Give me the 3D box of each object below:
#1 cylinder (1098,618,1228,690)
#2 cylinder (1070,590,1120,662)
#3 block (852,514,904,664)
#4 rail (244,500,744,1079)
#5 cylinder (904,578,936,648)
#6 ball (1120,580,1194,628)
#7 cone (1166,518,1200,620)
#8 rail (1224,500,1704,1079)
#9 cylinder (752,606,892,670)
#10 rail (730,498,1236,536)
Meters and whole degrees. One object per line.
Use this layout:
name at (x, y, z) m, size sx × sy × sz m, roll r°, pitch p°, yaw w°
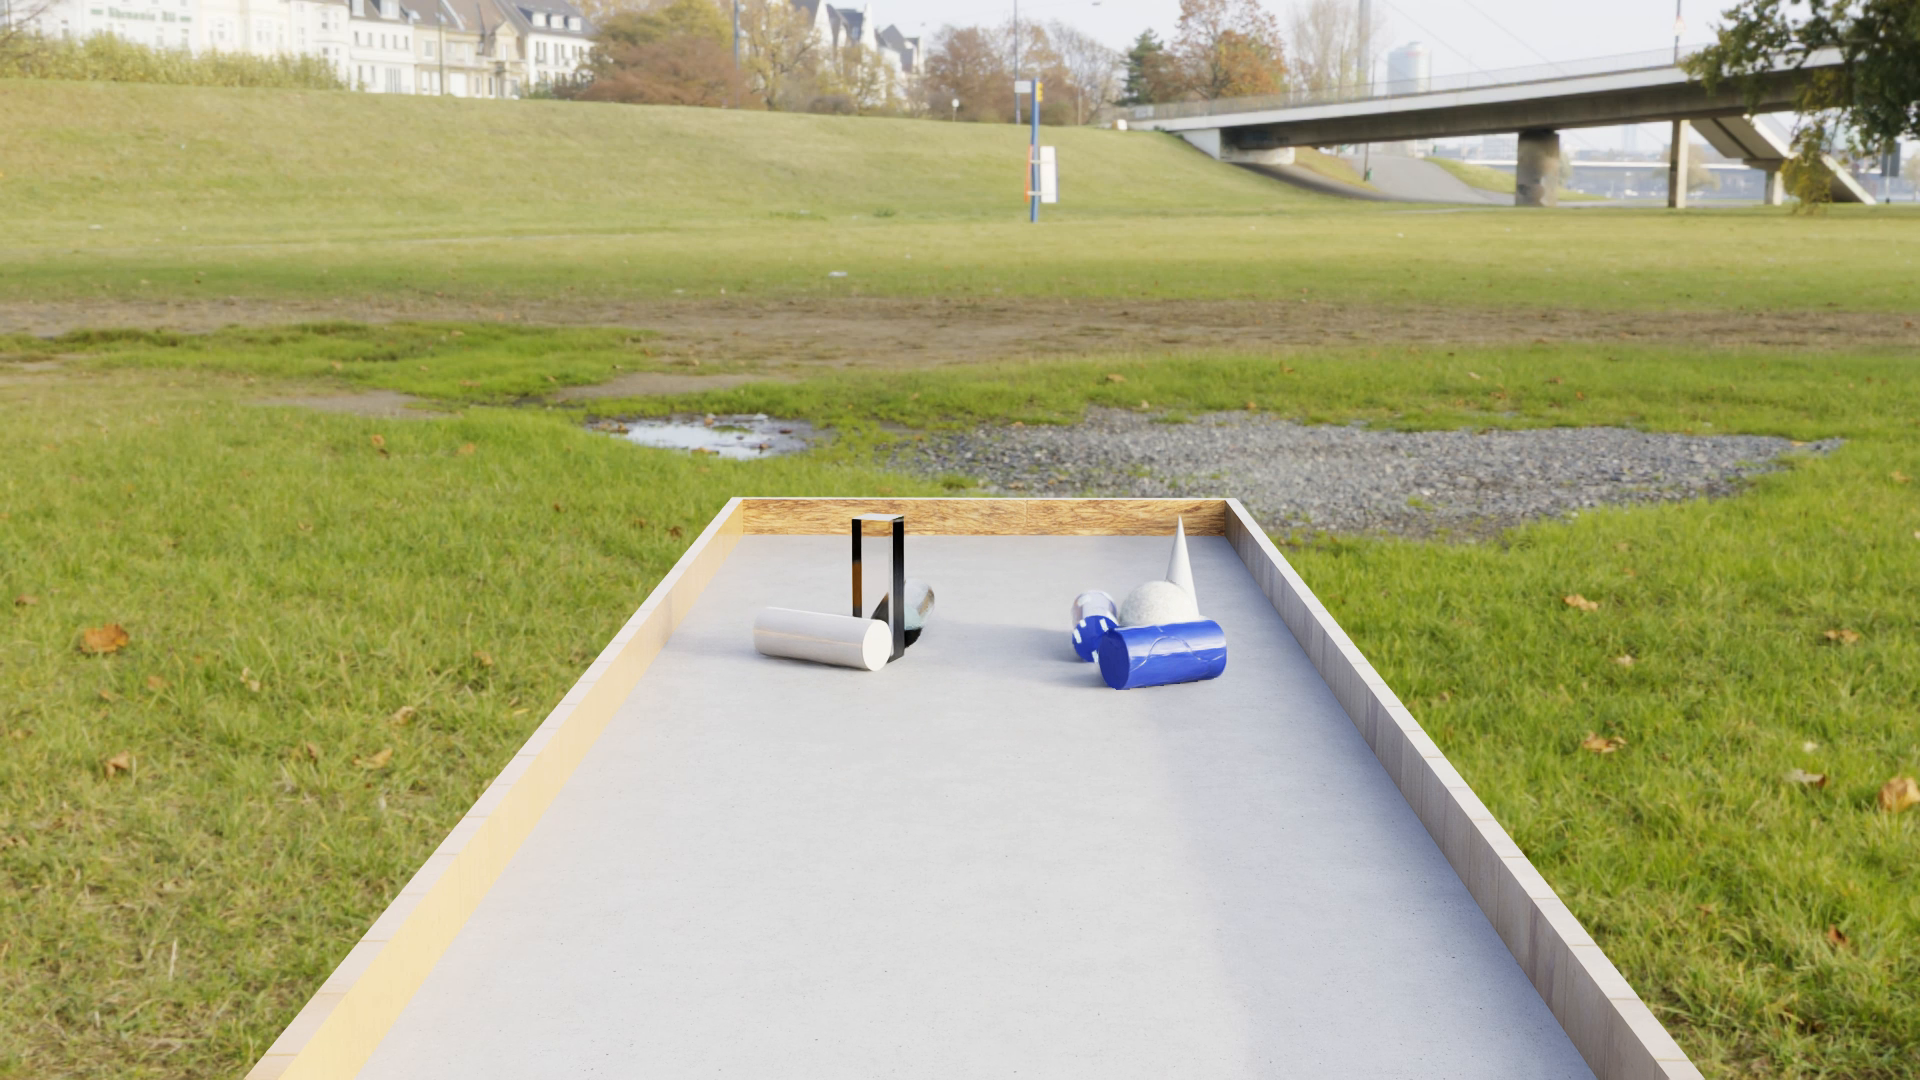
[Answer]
cylinder at (0.588, 0.329, 6.375) m, size 0.330 × 0.175 × 0.175 m, roll -5°, pitch 10°, yaw -27°
cylinder at (0.422, 0.266, 6.862) m, size 0.148 × 0.148 × 0.427 m, roll 0°, pitch 9°, yaw 2°
block at (-0.249, 0.145, 6.698) m, size 0.120 × 0.436 × 0.120 m, roll 4°, pitch 10°, yaw 21°
rail at (-1.004, 0.839, 3.234) m, size 0.050 × 0.150 × 12.000 m, roll 0°, pitch 9°, yaw 1°
cylinder at (-0.175, 0.233, 7.062) m, size 0.150 × 0.150 × 0.421 m, roll 1°, pitch 9°, yaw 5°
ball at (0.605, 0.241, 6.752) m, size 0.232 × 0.232 × 0.232 m, roll 0°, pitch 9°, yaw 0°
cone at (0.686, 0.123, 6.895) m, size 0.168 × 0.418 × 0.168 m, roll 0°, pitch 9°, yaw 0°
rail at (1.046, 0.843, 3.208) m, size 0.050 × 0.150 × 12.000 m, roll 0°, pitch 9°, yaw 1°
cylinder at (-0.419, 0.297, 6.656) m, size 0.409 × 0.151 × 0.151 m, roll 6°, pitch 11°, yaw 32°
rail at (0.099, -0.098, 9.147) m, size 2.100 × 0.150 × 0.050 m, roll 0°, pitch 9°, yaw 1°
